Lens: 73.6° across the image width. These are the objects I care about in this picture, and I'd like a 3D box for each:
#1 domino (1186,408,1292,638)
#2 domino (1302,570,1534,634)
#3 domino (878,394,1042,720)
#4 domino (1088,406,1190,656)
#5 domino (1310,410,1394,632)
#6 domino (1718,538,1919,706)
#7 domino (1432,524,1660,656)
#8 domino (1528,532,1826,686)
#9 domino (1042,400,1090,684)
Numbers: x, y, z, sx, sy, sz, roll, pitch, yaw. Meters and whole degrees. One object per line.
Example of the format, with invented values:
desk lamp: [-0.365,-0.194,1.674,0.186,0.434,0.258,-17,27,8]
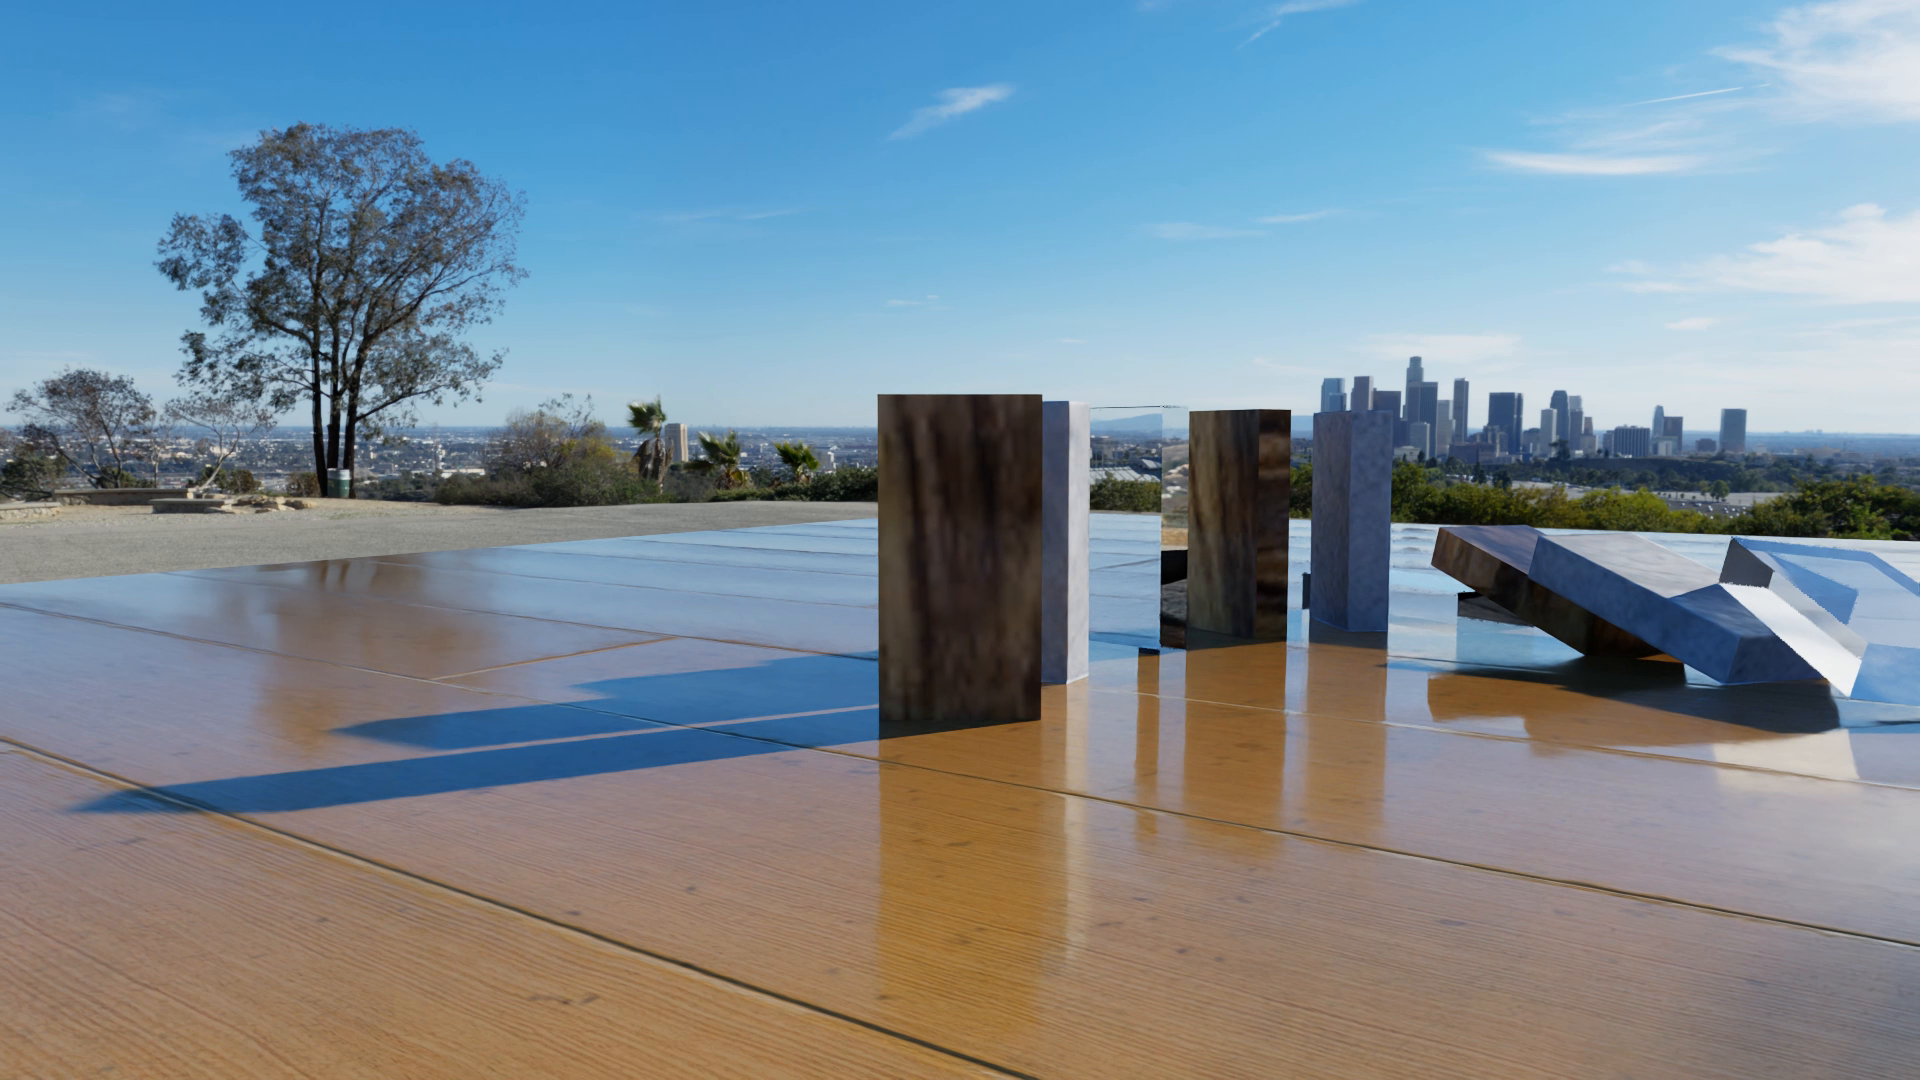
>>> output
domino: [0.062,-0.004,0.291,0.010,0.050,0.025,-3,5,-32]
domino: [0.111,0.014,0.314,0.025,0.009,0.050,-2,5,-27]
domino: [0.000,0.002,0.201,0.025,0.050,0.009,0,4,0]
domino: [0.035,-0.003,0.269,0.025,0.050,0.009,4,6,44]
domino: [0.092,-0.005,0.301,0.009,0.050,0.025,0,4,-4]
domino: [0.156,0.014,0.222,0.025,0.009,0.050,7,20,6]
domino: [0.131,0.010,0.282,0.025,0.010,0.050,-1,21,-18]
domino: [0.139,0.012,0.251,0.025,0.009,0.050,-2,21,-18]
domino: [0.010,0.000,0.236,0.025,0.050,0.009,2,5,29]
